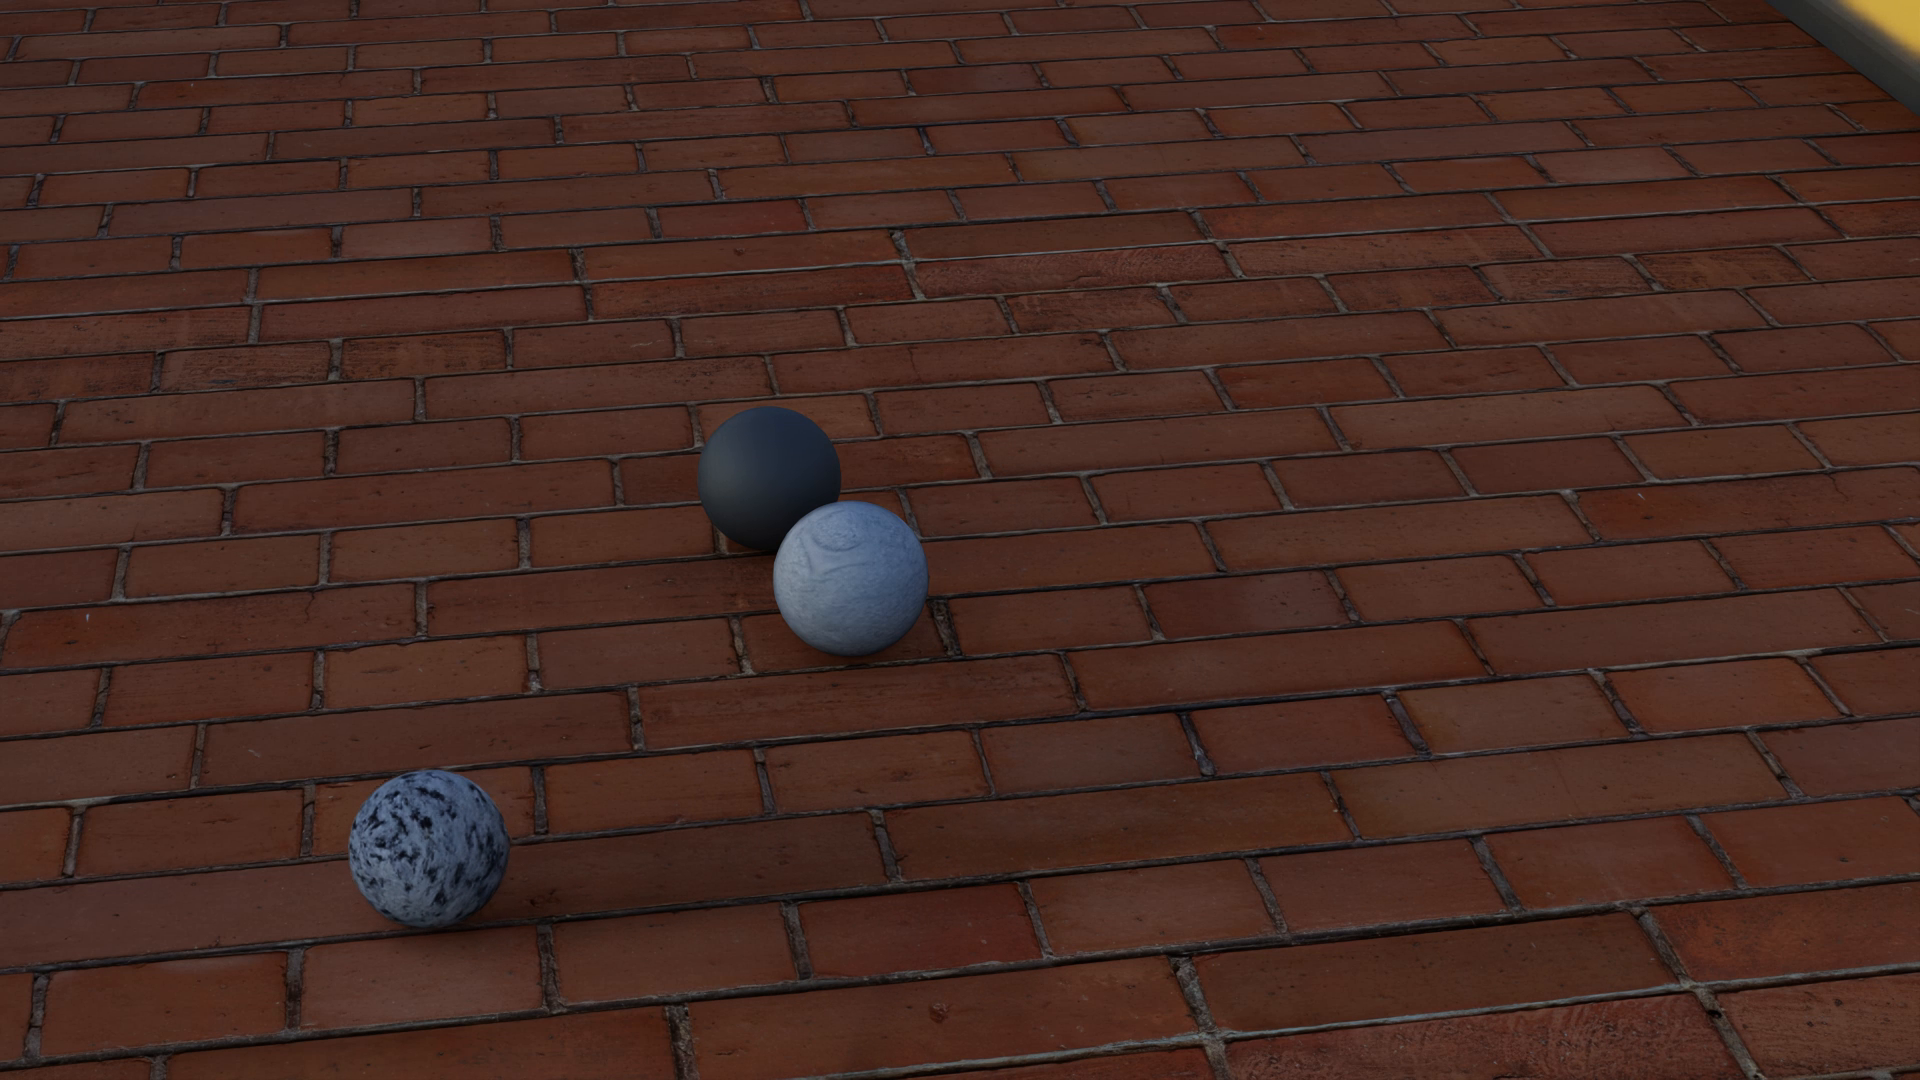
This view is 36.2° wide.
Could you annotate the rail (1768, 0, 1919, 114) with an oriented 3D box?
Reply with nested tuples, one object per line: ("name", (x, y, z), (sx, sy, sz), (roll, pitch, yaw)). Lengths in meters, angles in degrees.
("rail", (0.807, -0.485, 2.678), (0.045, 0.121, 3.382), (-4, 28, -8))

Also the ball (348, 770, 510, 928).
("ball", (-0.272, 0.158, 1.508), (0.081, 0.081, 0.081), (0, 28, 0))

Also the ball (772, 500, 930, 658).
("ball", (-0.065, 0.023, 1.751), (0.093, 0.093, 0.093), (0, 28, 0))

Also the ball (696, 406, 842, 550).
("ball", (-0.121, -0.039, 1.870), (0.092, 0.092, 0.092), (0, 28, 0))
